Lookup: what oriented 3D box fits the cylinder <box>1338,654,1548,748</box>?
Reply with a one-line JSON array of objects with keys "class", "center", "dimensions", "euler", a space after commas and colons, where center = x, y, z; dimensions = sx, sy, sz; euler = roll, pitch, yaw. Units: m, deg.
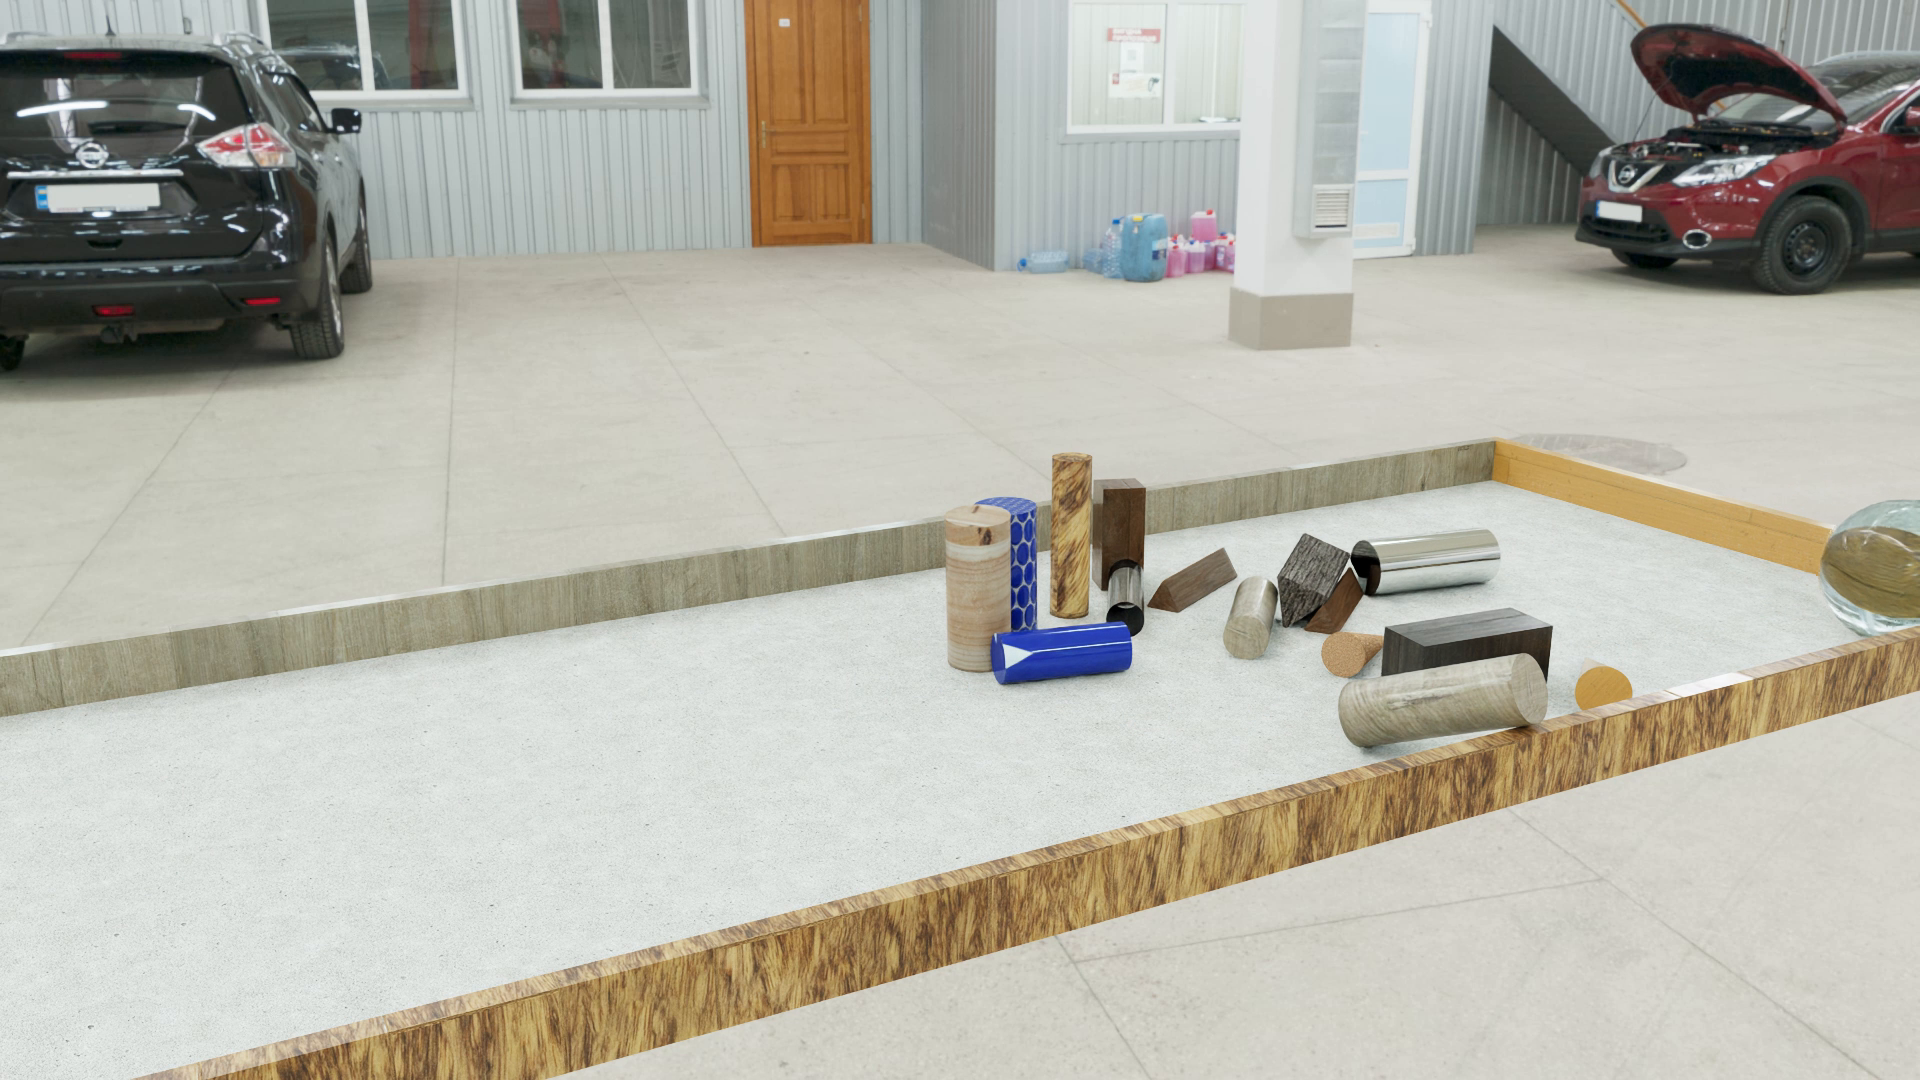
[{"class": "cylinder", "center": [1.050, 0.355, 3.608], "dimensions": [0.424, 0.151, 0.151], "euler": [-16, 1, 44]}]

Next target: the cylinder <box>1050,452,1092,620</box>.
[{"class": "cylinder", "center": [0.308, -0.012, 4.593], "dimensions": [0.111, 0.451, 0.111], "euler": [0, 16, 0]}]

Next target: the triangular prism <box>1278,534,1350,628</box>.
[{"class": "triangular prism", "center": [0.983, 0.090, 4.698], "dimensions": [0.150, 0.130, 0.440], "euler": [-37, 0, 26]}]

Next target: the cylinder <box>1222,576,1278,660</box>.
[{"class": "cylinder", "center": [0.786, 0.206, 4.445], "dimensions": [0.118, 0.118, 0.357], "euler": [4, 17, 14]}]

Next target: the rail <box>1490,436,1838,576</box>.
[{"class": "rail", "center": [2.466, -0.048, 5.253], "dimensions": [0.050, 0.150, 2.100], "euler": [-9, 18, -27]}]

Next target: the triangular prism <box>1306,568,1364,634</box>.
[{"class": "triangular prism", "center": [1.060, 0.165, 4.646], "dimensions": [0.091, 0.079, 0.379], "euler": [7, 18, 23]}]

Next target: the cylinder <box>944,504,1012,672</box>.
[{"class": "cylinder", "center": [0.047, 0.124, 4.210], "dimensions": [0.167, 0.396, 0.167], "euler": [-1, 21, 0]}]

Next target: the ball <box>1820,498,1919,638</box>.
[{"class": "ball", "center": [2.492, 0.088, 4.358], "dimensions": [0.393, 0.393, 0.393], "euler": [0, 16, 0]}]

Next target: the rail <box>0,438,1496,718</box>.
[{"class": "rail", "center": [-3.305, 0.497, 3.399], "dimensions": [12.000, 0.150, 0.050], "euler": [-9, 18, -27]}]

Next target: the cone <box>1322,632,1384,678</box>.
[{"class": "cone", "center": [1.070, 0.275, 4.316], "dimensions": [0.116, 0.116, 0.365], "euler": [11, 11, 33]}]

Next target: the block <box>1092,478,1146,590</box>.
[{"class": "block", "center": [0.467, -0.018, 4.868], "dimensions": [0.127, 0.305, 0.127], "euler": [-2, 15, -8]}]

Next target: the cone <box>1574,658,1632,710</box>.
[{"class": "cone", "center": [1.578, 0.334, 4.106], "dimensions": [0.128, 0.128, 0.436], "euler": [4, 9, 15]}]

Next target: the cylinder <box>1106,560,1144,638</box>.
[{"class": "cylinder", "center": [0.465, 0.160, 4.627], "dimensions": [0.103, 0.103, 0.393], "euler": [2, 16, 6]}]

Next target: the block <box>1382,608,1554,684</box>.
[{"class": "block", "center": [1.259, 0.287, 4.102], "dimensions": [0.389, 0.155, 0.155], "euler": [-7, 18, -22]}]

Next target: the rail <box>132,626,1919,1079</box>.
[{"class": "rail", "center": [-2.336, 1.006, 1.665], "dimensions": [12.000, 0.150, 0.050], "euler": [-9, 18, -27]}]

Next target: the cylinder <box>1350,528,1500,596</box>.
[{"class": "cylinder", "center": [1.369, 0.062, 4.854], "dimensions": [0.407, 0.163, 0.163], "euler": [-6, 17, -18]}]

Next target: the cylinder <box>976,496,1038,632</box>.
[{"class": "cylinder", "center": [0.121, 0.089, 4.376], "dimensions": [0.167, 0.375, 0.167], "euler": [-1, 18, 0]}]

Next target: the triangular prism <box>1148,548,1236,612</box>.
[{"class": "triangular prism", "center": [0.685, 0.109, 4.824], "dimensions": [0.098, 0.085, 0.397], "euler": [10, 19, 32]}]

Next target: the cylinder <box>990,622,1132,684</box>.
[{"class": "cylinder", "center": [0.256, 0.283, 4.167], "dimensions": [0.335, 0.127, 0.127], "euler": [-5, 17, -15]}]
